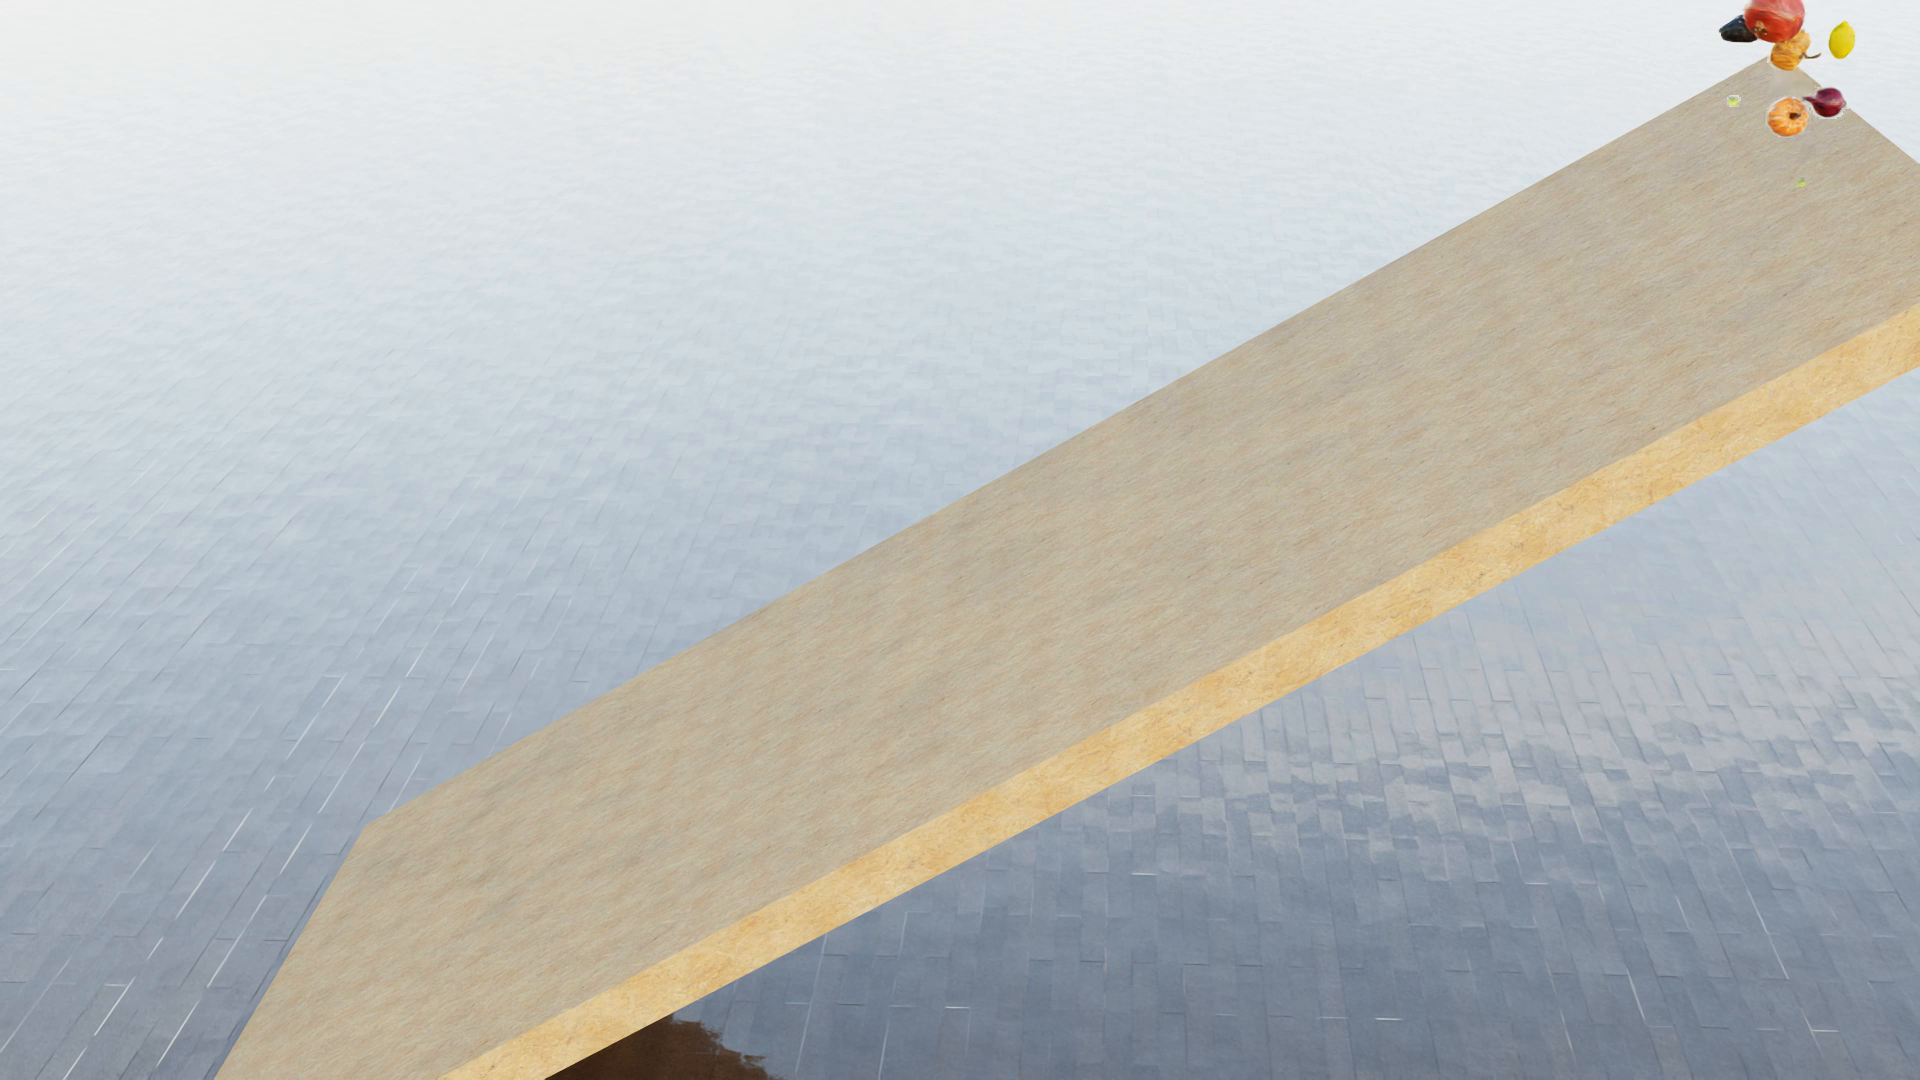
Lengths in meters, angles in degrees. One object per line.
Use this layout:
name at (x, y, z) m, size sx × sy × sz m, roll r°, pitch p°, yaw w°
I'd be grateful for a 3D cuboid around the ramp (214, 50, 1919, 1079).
ramp at (0.142, 0.168, 6.286) m, size 4.000 × 0.100 × 2.000 m, roll -29°, pitch 15°, yaw 12°
